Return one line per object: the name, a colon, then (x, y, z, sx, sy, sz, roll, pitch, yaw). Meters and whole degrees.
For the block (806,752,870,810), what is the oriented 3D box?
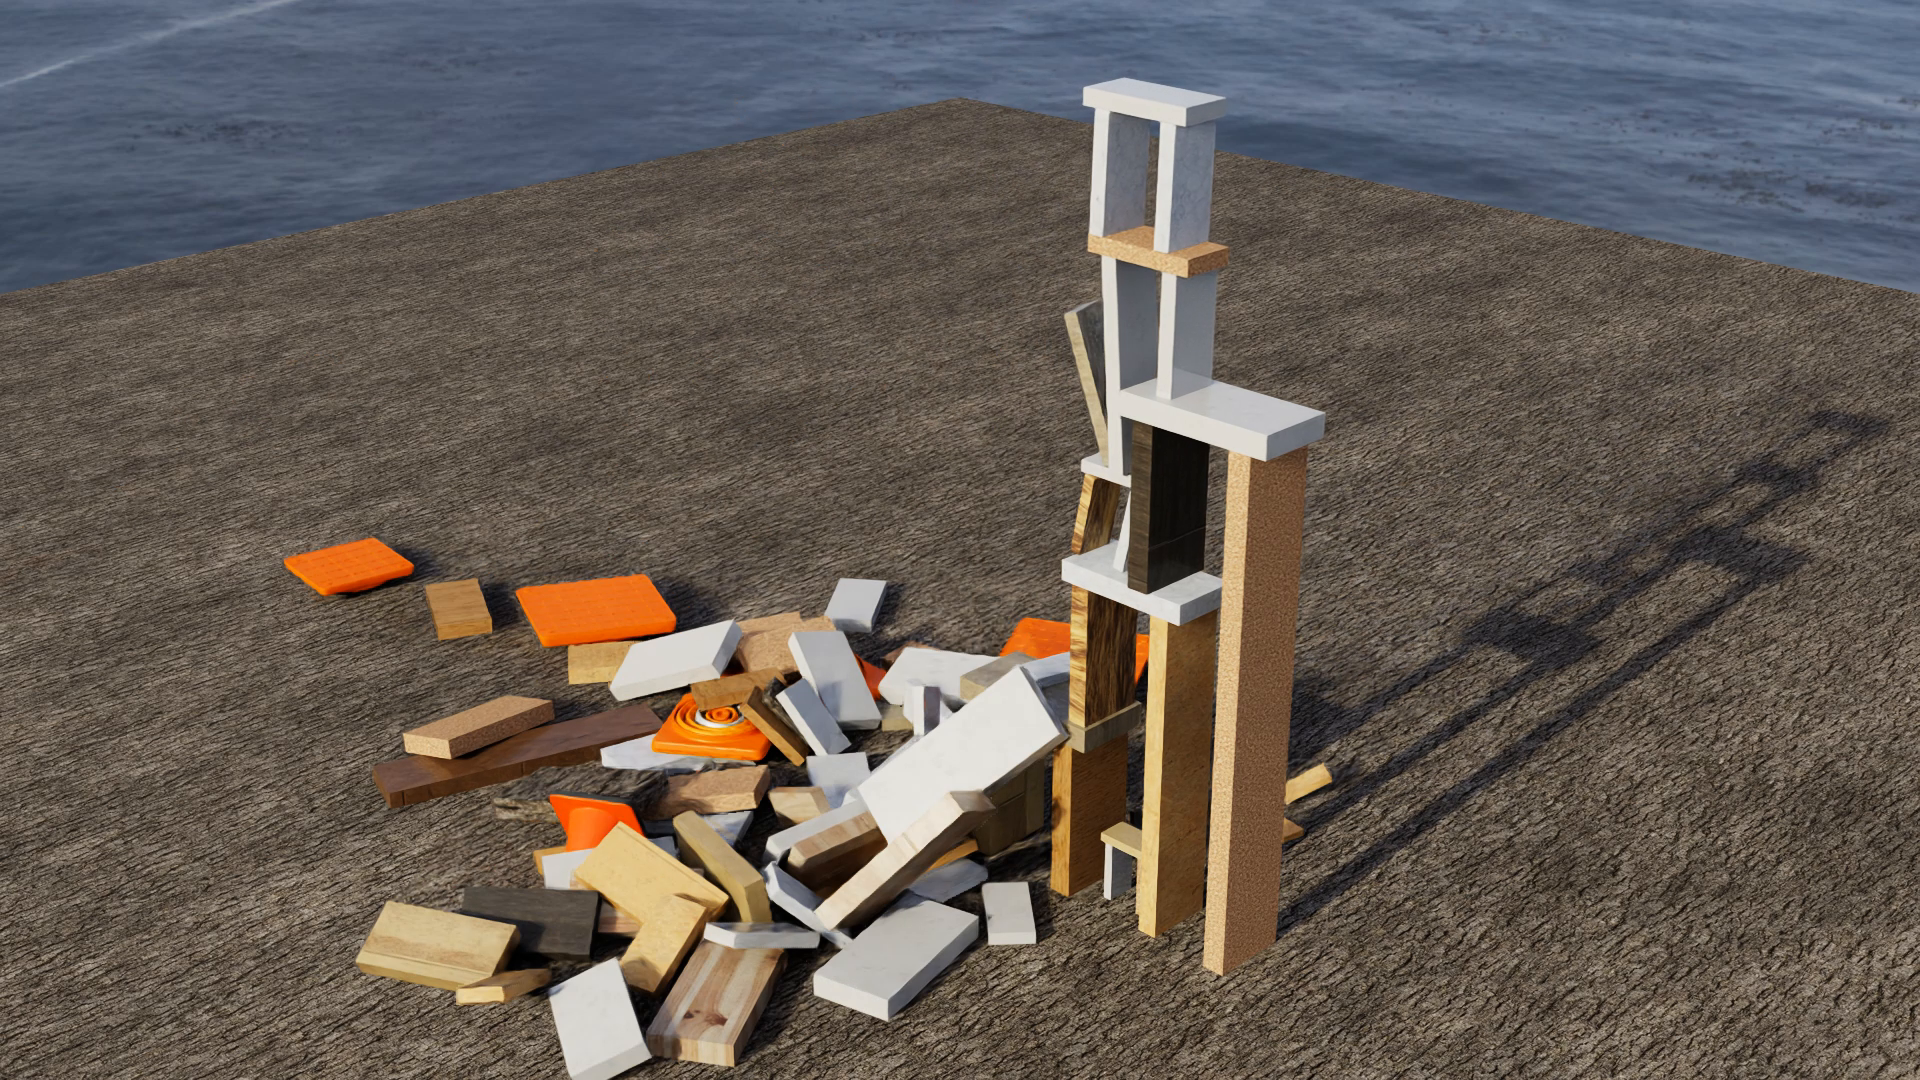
block: (-0.241, 0.513, 4.506, 0.124, 0.035, 0.247, -3, 23, -8)

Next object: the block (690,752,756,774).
block: (-0.494, 0.480, 4.608, 0.123, 0.017, 0.062, -12, 26, -26)

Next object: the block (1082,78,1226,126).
block: (0.316, -0.714, 3.581, 0.212, 0.030, 0.106, 21, 31, 38)

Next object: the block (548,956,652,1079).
block: (-0.614, 0.819, 3.731, 0.130, 0.037, 0.261, -25, 28, -8)

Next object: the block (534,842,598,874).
block: (-0.763, 0.618, 4.281, 0.123, 0.017, 0.062, -7, 24, -17)

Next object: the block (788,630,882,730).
block: (-0.275, 0.307, 4.814, 0.126, 0.036, 0.253, 0, 47, -33)

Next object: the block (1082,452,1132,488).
block: (0.299, -0.122, 3.868, 0.158, 0.022, 0.079, 21, 31, 40)

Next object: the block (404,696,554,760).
block: (-1.026, 0.398, 4.701, 0.145, 0.041, 0.290, 3, 15, 37)

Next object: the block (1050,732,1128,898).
block: (0.246, 0.501, 4.170, 0.045, 0.320, 0.160, 21, 31, 40)

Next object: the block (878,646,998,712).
block: (0.001, 0.313, 4.838, 0.322, 0.046, 0.161, 5, 32, 22)

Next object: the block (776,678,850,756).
block: (-0.310, 0.383, 4.663, 0.025, 0.175, 0.088, -37, -3, 31)

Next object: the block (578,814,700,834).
block: (-0.599, 0.564, 4.409, 0.324, 0.017, 0.062, 1, 23, 2)

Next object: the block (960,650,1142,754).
block: (0.170, 0.303, 4.167, 0.320, 0.045, 0.160, 21, 31, 40)

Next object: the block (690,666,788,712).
block: (-0.477, 0.321, 4.745, 0.192, 0.027, 0.096, -11, 20, -15)

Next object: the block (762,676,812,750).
block: (-0.348, 0.376, 4.688, 0.025, 0.175, 0.088, -40, 15, 18)

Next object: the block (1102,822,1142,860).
block: (0.328, 0.564, 4.105, 0.119, 0.017, 0.059, 21, 31, 41)

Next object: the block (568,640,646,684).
block: (-0.769, 0.278, 5.059, 0.259, 0.037, 0.130, -4, 23, -8)

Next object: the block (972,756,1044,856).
block: (0.096, 0.443, 4.307, 0.045, 0.320, 0.160, 20, 30, 39)

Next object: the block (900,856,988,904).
block: (-0.031, 0.652, 4.196, 0.158, 0.022, 0.079, -21, 31, -40)

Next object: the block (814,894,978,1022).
block: (-0.111, 0.745, 3.949, 0.154, 0.044, 0.309, 13, 26, 28)

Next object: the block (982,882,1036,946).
block: (0.090, 0.694, 4.094, 0.086, 0.024, 0.173, -1, 23, -3)

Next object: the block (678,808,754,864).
block: (-0.478, 0.578, 4.317, 0.096, 0.027, 0.192, 4, 23, 9)

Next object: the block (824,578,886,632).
block: (-0.254, 0.158, 5.347, 0.116, 0.033, 0.232, 3, 23, 7)

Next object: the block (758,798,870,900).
block: (-0.251, 0.580, 4.202, 0.290, 0.145, 0.041, -19, 51, -37)

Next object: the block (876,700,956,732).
block: (-0.043, 0.375, 4.840, 0.274, 0.027, 0.096, -4, 23, -10)

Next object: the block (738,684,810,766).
block: (-0.388, 0.392, 4.652, 0.025, 0.176, 0.088, -40, 12, 21)

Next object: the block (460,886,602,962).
block: (-0.783, 0.697, 3.993, 0.247, 0.035, 0.123, 1, 56, 4)

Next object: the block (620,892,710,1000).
block: (-0.533, 0.722, 3.918, 0.093, 0.026, 0.185, 14, 53, 25)

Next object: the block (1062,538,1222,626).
block: (0.328, 0.073, 3.898, 0.138, 0.039, 0.275, -21, 31, -40)

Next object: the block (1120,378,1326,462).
block: (0.434, -0.210, 3.663, 0.155, 0.044, 0.310, -21, 31, -41)

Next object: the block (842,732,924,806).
block: (-0.154, 0.492, 4.358, 0.035, 0.124, 0.247, 34, 40, 17)

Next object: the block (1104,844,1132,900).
block: (0.300, 0.616, 4.157, 0.017, 0.119, 0.059, 21, 31, 41)

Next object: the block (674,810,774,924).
block: (-0.438, 0.629, 4.086, 0.041, 0.145, 0.290, -23, 31, -26)

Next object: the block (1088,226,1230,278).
block: (0.329, -0.485, 3.663, 0.214, 0.030, 0.107, 22, 31, 40)

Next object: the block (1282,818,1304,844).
block: (0.632, 0.570, 4.397, 0.052, 0.015, 0.104, -15, 27, -32)

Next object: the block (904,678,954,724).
block: (-0.058, 0.381, 4.705, 0.026, 0.091, 0.183, -18, 39, -30)

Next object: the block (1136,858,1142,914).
block: (0.356, 0.638, 4.106, 0.017, 0.119, 0.059, 21, 31, 41)
